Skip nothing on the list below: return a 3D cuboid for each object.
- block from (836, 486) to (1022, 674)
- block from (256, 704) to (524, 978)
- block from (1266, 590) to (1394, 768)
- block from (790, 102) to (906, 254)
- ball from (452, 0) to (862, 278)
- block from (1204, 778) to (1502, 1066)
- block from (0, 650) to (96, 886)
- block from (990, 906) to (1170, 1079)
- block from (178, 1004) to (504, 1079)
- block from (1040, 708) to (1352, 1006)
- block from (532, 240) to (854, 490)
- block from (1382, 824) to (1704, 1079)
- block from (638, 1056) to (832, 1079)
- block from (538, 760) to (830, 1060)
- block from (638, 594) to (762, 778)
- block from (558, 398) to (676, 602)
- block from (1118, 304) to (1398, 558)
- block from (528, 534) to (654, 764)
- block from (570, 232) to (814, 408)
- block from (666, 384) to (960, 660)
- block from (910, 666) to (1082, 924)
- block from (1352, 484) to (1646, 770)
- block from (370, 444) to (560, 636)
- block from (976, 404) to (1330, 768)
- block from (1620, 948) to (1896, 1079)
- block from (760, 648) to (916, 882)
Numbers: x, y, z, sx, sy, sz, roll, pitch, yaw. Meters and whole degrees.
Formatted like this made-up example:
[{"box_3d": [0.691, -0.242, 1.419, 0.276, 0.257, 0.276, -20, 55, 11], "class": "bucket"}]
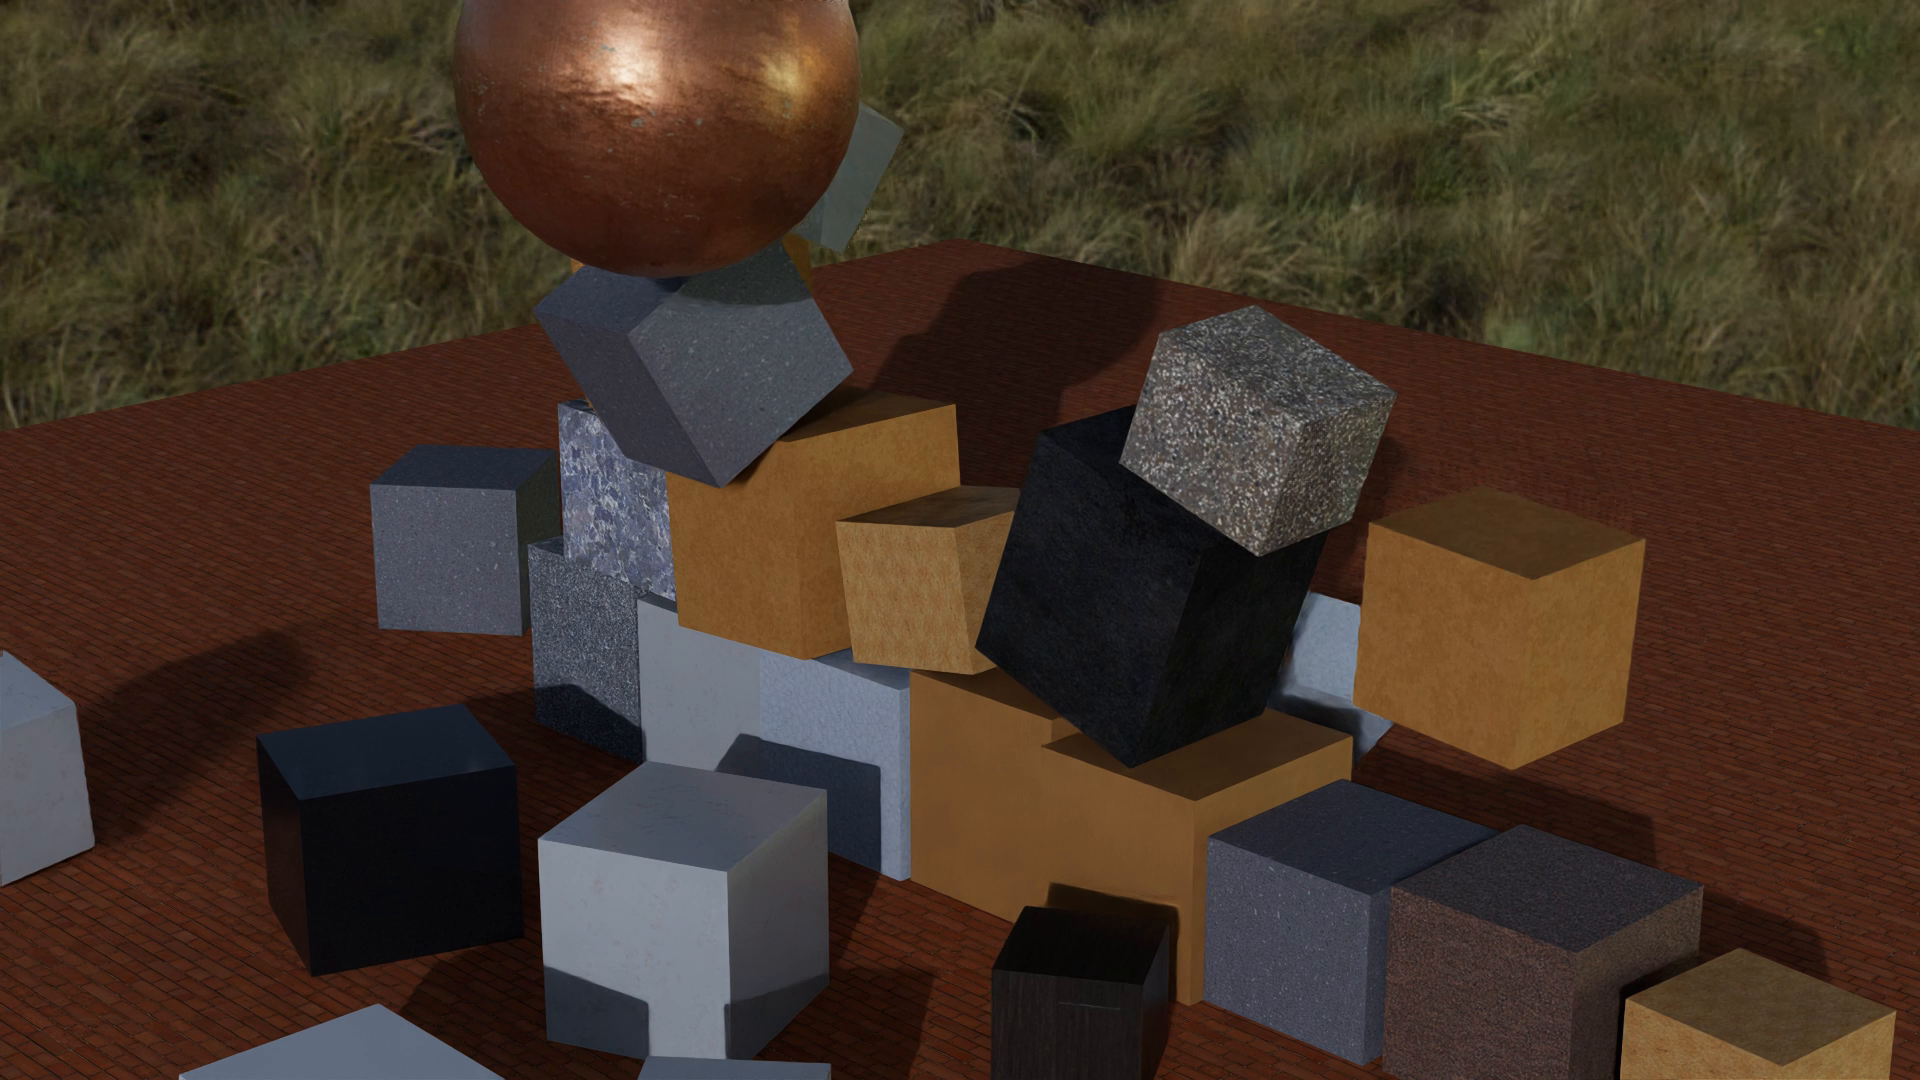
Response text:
[{"box_3d": [0.033, 0.167, 13.359, 0.810, 0.660, 0.785, -17, 14, -42], "class": "block"}, {"box_3d": [-2.502, 1.298, 12.864, 0.935, 0.810, 0.828, -8, 19, -24], "class": "block"}, {"box_3d": [1.767, 0.695, 14.540, 0.586, 0.544, 0.630, 16, 46, -18], "class": "block"}, {"box_3d": [-0.817, -1.827, 13.493, 0.684, 0.639, 0.678, 19, 14, -40], "class": "block"}, {"box_3d": [-1.186, -1.830, 11.523, 1.600, 1.600, 1.600, 0, 17, 0], "class": "ball"}, {"box_3d": [1.623, 1.561, 12.146, 0.831, 0.739, 0.888, 17, 24, 42], "class": "block"}, {"box_3d": [-4.482, 1.084, 13.312, 0.772, 0.777, 0.635, -24, 37, -39], "class": "block"}, {"box_3d": [0.478, 1.844, 11.565, 0.592, 0.548, 0.598, 4, 18, 13], "class": "block"}, {"box_3d": [-2.085, 2.198, 10.068, 0.792, 0.769, 0.837, -16, 23, -41], "class": "block"}, {"box_3d": [1.017, 1.297, 12.687, 1.041, 0.917, 0.863, -17, 24, -42], "class": "block"}, {"box_3d": [-1.209, -0.909, 13.312, 0.859, 0.882, 0.829, -43, 34, -22], "class": "block"}, {"box_3d": [2.285, 1.725, 11.524, 0.874, 0.799, 0.852, -17, 24, -42], "class": "block"}, {"box_3d": [-0.812, 2.251, 10.090, 0.654, 0.655, 0.719, 2, 18, 5], "class": "block"}, {"box_3d": [-1.113, 1.530, 12.003, 0.841, 0.884, 0.907, 7, 19, 22], "class": "block"}, {"box_3d": [-0.948, 0.728, 14.558, 0.844, 0.881, 0.983, -17, 24, -42], "class": "block"}, {"box_3d": [-1.367, -0.279, 14.643, 0.866, 0.806, 0.929, -15, 23, -40], "class": "block"}, {"box_3d": [1.214, -0.458, 11.993, 0.765, 0.623, 0.640, 36, 36, 30], "class": "block"}, {"box_3d": [-1.607, 0.485, 15.179, 0.865, 0.973, 0.859, -17, 24, -42], "class": "block"}, {"box_3d": [-1.300, -1.179, 14.354, 0.832, 0.963, 0.839, -14, 13, -38], "class": "block"}, {"box_3d": [-0.687, -0.114, 13.926, 0.996, 1.018, 0.979, -15, 18, -39], "class": "block"}, {"box_3d": [0.402, 1.066, 13.258, 0.902, 1.016, 0.869, -17, 24, -42], "class": "block"}, {"box_3d": [2.092, 0.322, 11.419, 0.717, 0.769, 0.778, -16, 27, -41], "class": "block"}, {"box_3d": [-2.838, -0.011, 16.945, 0.845, 0.860, 0.847, 3, 18, 8], "class": "block"}, {"box_3d": [0.828, 0.156, 12.519, 0.890, 1.109, 0.949, -17, 44, -43], "class": "block"}, {"box_3d": [2.946, 2.012, 10.887, 0.687, 0.633, 0.691, -14, 22, -37], "class": "block"}, {"box_3d": [-0.268, 0.914, 13.888, 0.956, 0.928, 0.949, -17, 24, -42], "class": "block"}]
